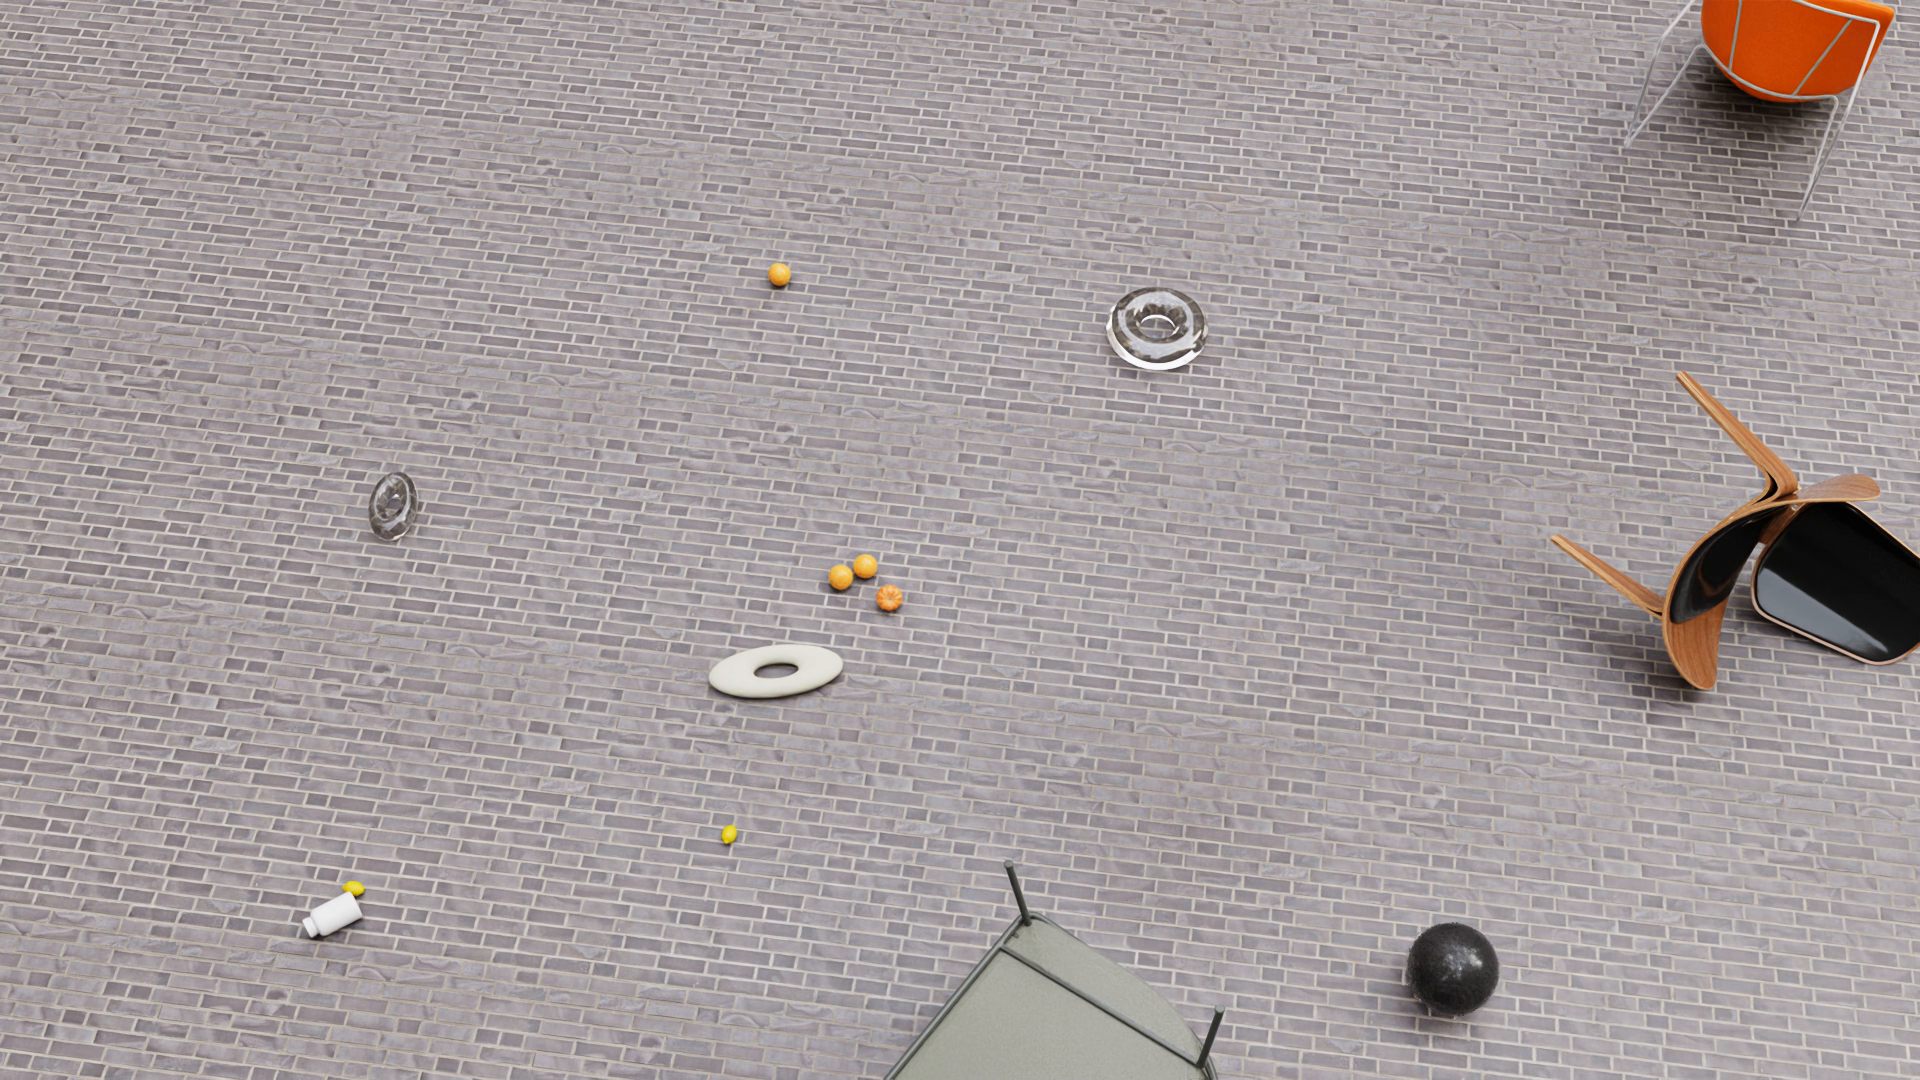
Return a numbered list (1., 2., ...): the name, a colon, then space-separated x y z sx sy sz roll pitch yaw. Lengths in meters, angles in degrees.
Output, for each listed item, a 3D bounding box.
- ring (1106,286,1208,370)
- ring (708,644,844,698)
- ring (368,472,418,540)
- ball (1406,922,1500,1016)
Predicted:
1. ring: 0.626 -0.673 6.976 0.328 0.084 0.324 -26 59 -17
2. ring: -0.526 0.375 6.294 0.387 0.048 0.168 -6 55 -4
3. ring: -1.702 -0.103 6.602 0.146 0.069 0.239 -1 57 2
4. ball: 1.275 1.109 5.688 0.236 0.236 0.236 0 56 0
